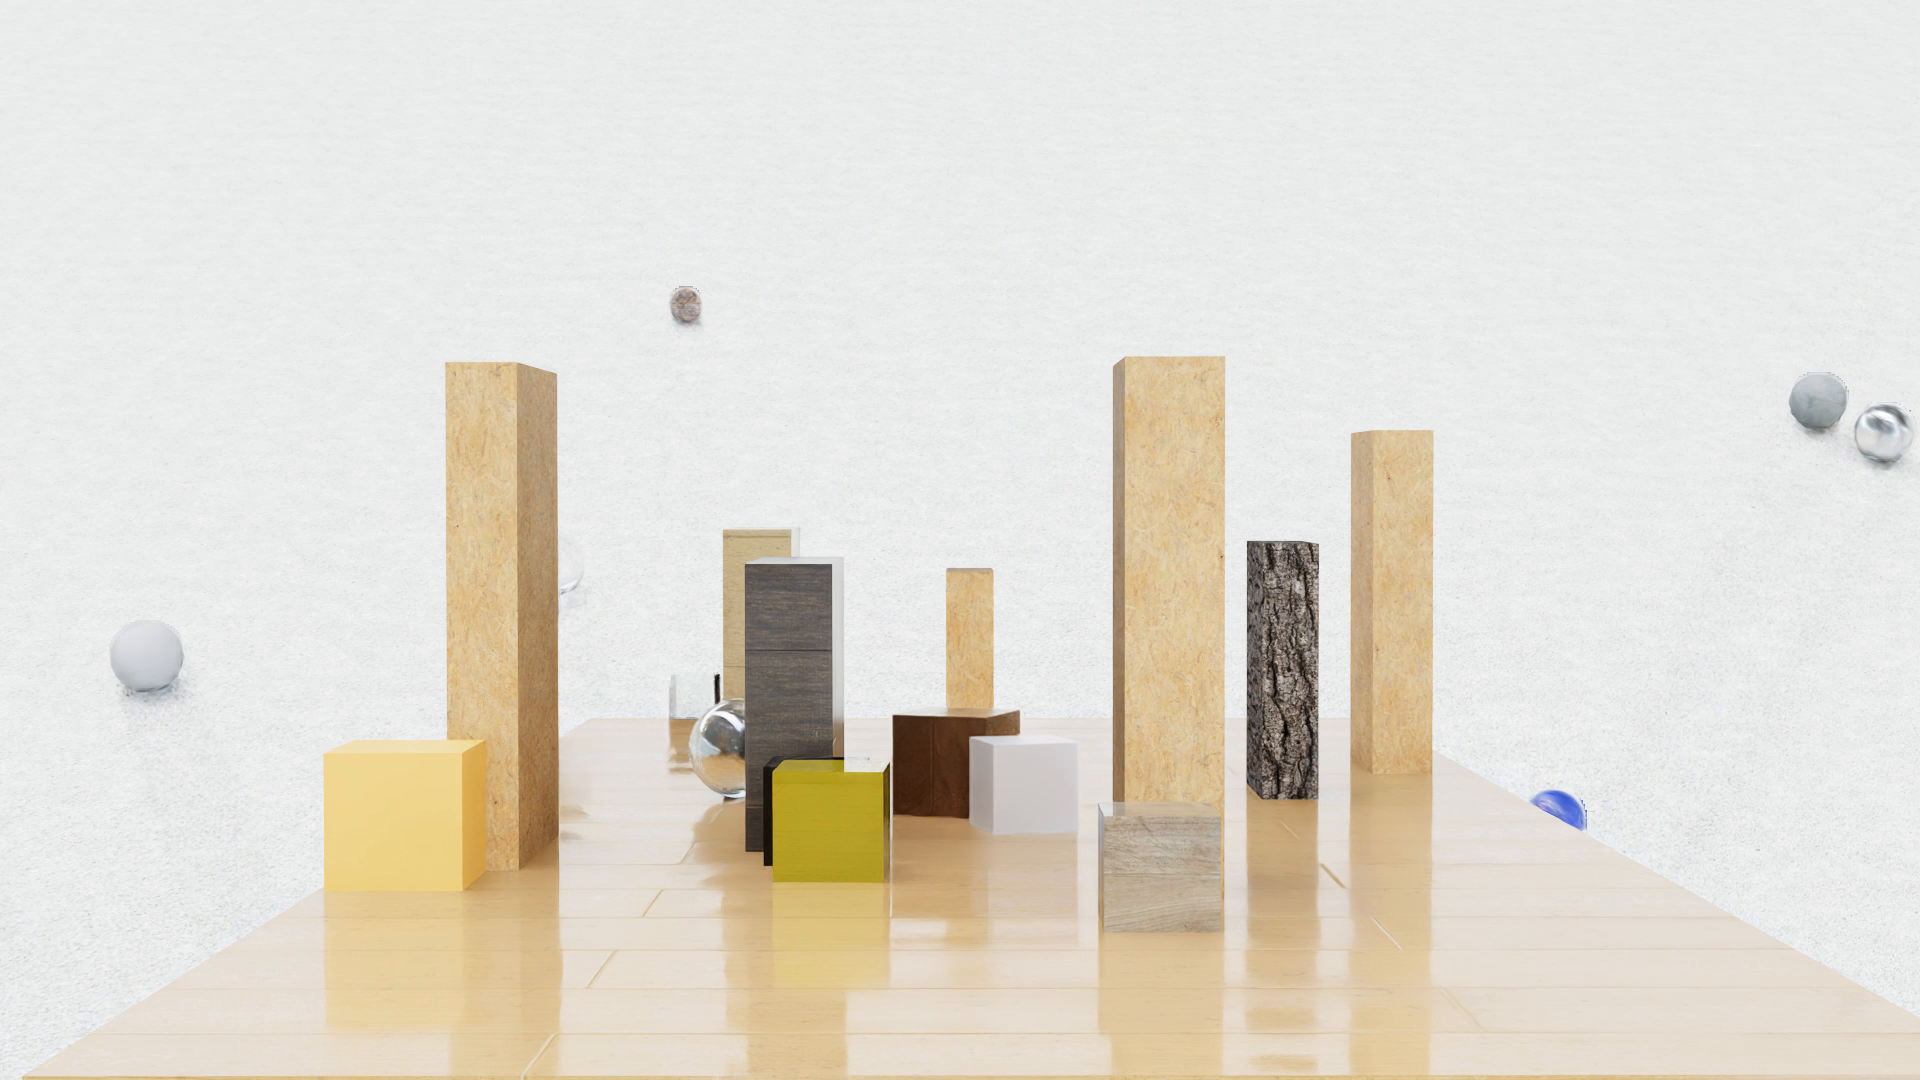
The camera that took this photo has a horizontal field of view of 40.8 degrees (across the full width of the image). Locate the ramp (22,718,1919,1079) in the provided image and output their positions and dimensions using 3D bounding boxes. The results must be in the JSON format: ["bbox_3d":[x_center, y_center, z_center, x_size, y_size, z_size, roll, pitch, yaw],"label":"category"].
[{"bbox_3d":[0.060,0.544,4.580,2.000,0.100,4.000,0,1,0],"label":"ramp"}]

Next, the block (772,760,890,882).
[{"bbox_3d":[-0.193,0.425,3.919,0.165,0.165,0.165,0,1,2],"label":"block"}]

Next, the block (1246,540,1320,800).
[{"bbox_3d":[0.621,0.245,4.986,0.106,0.482,0.271,0,1,0],"label":"block"}]

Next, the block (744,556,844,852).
[{"bbox_3d":[-0.276,0.266,4.371,0.141,0.465,0.427,0,1,0],"label":"block"}]

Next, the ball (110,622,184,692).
[{"bbox_3d":[-2.160,0.311,6.855,0.188,0.188,0.188,0,27,0],"label":"ball"}]

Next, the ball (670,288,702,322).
[{"bbox_3d":[-0.980,-0.839,9.227,0.119,0.119,0.119,0,27,0],"label":"ball"}]

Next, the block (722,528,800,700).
[{"bbox_3d":[-0.391,0.230,5.112,0.133,0.507,0.274,0,1,0],"label":"block"}]

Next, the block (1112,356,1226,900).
[{"bbox_3d":[0.305,0.123,3.811,0.142,0.773,0.290,0,1,0],"label":"block"}]

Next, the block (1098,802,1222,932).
[{"bbox_3d":[0.267,0.439,3.482,0.154,0.154,0.154,0,1,0],"label":"block"}]

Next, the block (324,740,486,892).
[{"bbox_3d":[-0.827,0.409,3.858,0.201,0.201,0.201,0,1,-1],"label":"block"}]

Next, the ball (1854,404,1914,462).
[{"bbox_3d":[2.922,-0.341,8.161,0.183,0.183,0.183,0,27,0],"label":"ball"}]

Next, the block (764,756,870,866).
[{"bbox_3d":[-0.225,0.427,4.080,0.154,0.154,0.154,0,1,2],"label":"block"}]

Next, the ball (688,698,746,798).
[{"bbox_3d":[-0.419,0.394,4.885,0.188,0.188,0.188,0,27,0],"label":"ball"}]

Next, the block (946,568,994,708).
[{"bbox_3d":[0.020,0.270,5.354,0.097,0.416,0.288,0,1,0],"label":"block"}]

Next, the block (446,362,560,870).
[{"bbox_3d":[-0.733,0.113,4.155,0.109,0.780,0.403,0,1,0],"label":"block"}]

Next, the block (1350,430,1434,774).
[{"bbox_3d":[0.906,0.124,5.433,0.123,0.704,0.305,0,1,0],"label":"block"}]

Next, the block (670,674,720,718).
[{"bbox_3d":[-0.684,0.403,6.649,0.112,0.112,0.112,1,-5,-16],"label":"block"}]

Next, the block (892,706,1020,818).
[{"bbox_3d":[-0.005,0.402,4.687,0.180,0.180,0.180,0,1,21],"label":"block"}]

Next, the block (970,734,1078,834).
[{"bbox_3d":[0.109,0.421,4.464,0.151,0.151,0.151,0,1,-15],"label":"block"}]

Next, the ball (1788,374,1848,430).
[{"bbox_3d":[2.787,-0.450,8.382,0.180,0.180,0.180,0,27,0],"label":"ball"}]

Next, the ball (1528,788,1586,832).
[{"bbox_3d":[1.288,0.607,5.603,0.134,0.134,0.134,0,27,0],"label":"ball"}]

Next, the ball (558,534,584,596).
[{"bbox_3d":[-1.157,0.073,7.341,0.178,0.178,0.178,0,27,0],"label":"ball"}]
